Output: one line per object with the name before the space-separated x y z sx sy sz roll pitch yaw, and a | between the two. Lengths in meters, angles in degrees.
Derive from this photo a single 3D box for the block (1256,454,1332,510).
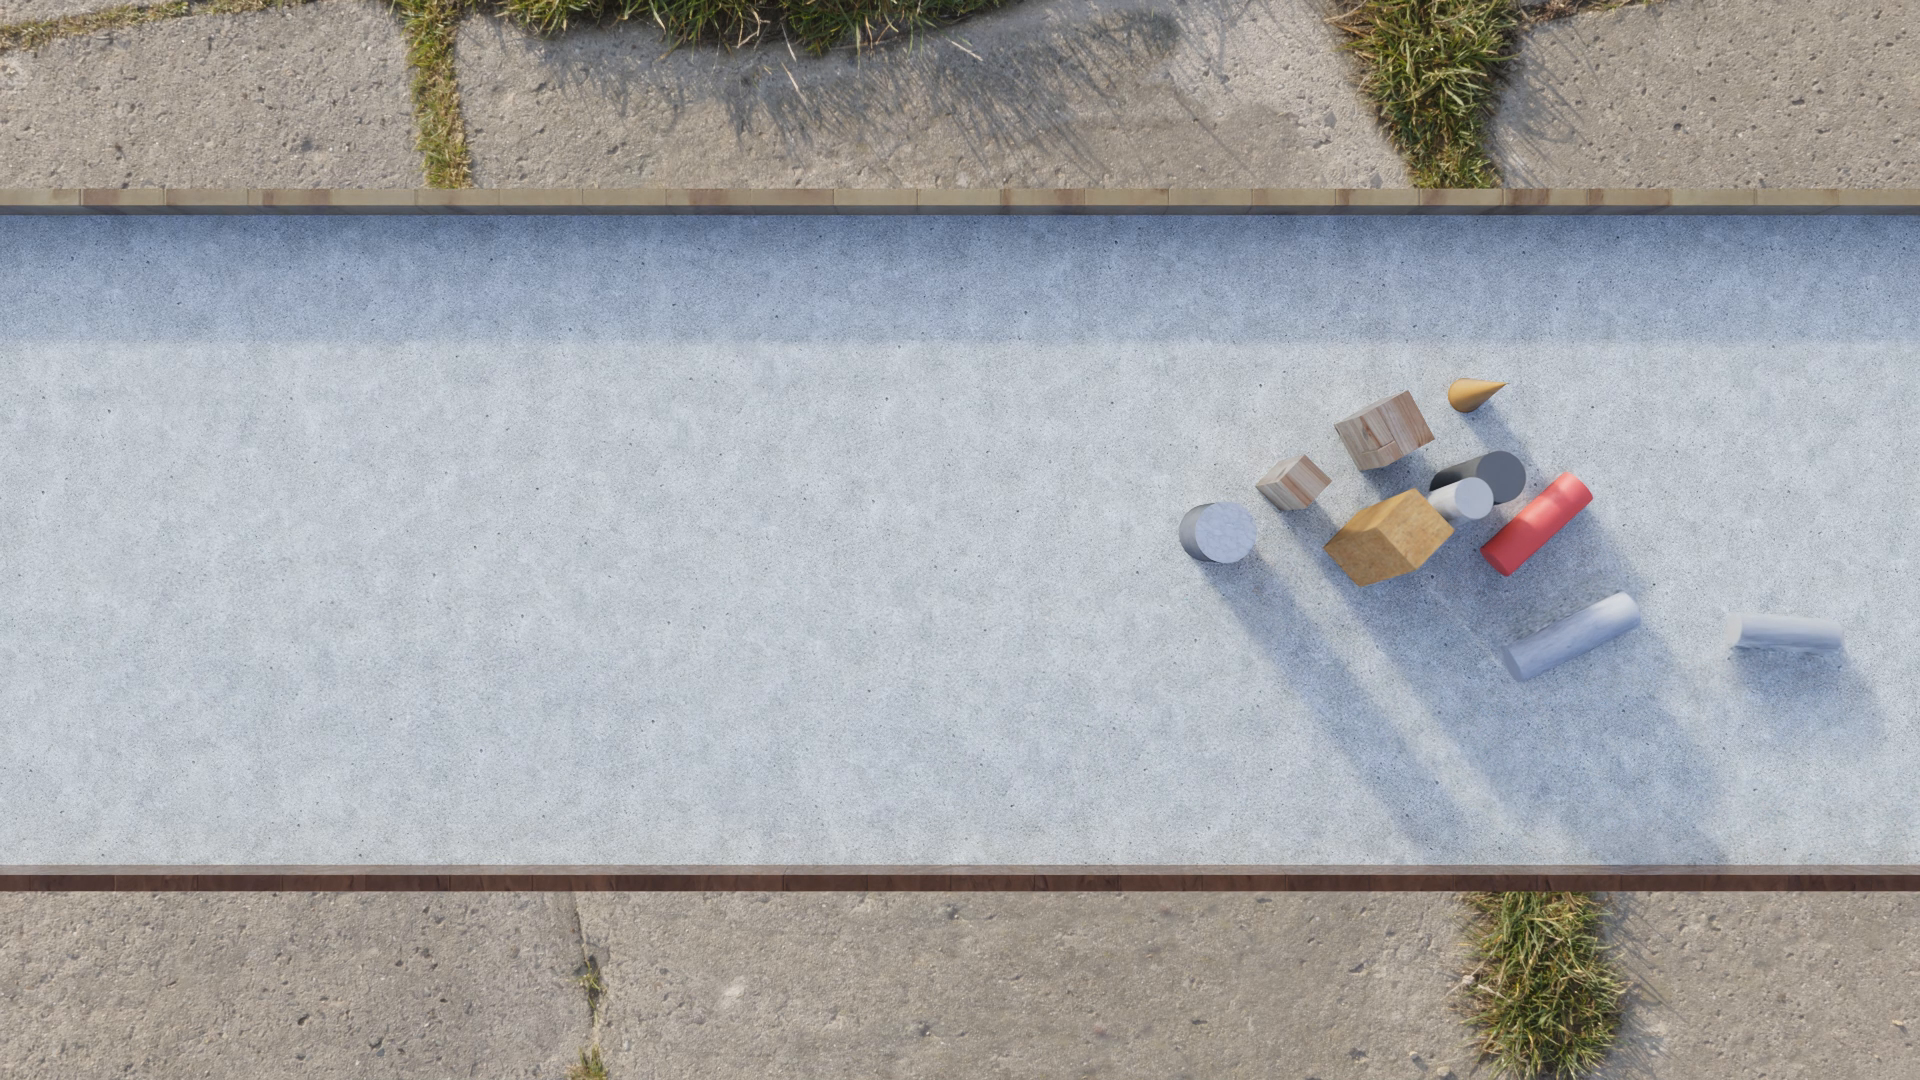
block | 0.984 -0.167 4.888 0.109 0.377 0.109 44 90 0

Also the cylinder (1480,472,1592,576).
cylinder | 1.753 -0.048 5.017 0.345 0.118 0.118 -42 90 0

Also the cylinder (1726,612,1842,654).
cylinder | 2.511 0.284 5.026 0.304 0.100 0.100 5 90 0

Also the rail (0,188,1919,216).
rail | -2.247 -1.025 5.002 12.000 0.150 0.050 0 90 0

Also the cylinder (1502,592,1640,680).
cylinder | 1.860 0.292 5.021 0.398 0.112 0.112 -26 90 0

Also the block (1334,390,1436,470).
block | 1.259 -0.323 4.913 0.162 0.327 0.162 -29 90 0

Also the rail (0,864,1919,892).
rail | -2.247 1.025 5.001 12.000 0.150 0.050 0 90 0

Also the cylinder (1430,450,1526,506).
cylinder | 1.532 -0.165 4.894 0.150 0.349 0.150 1 85 -5

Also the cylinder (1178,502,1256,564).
cylinder | 0.762 -0.022 4.899 0.177 0.354 0.177 0 90 0

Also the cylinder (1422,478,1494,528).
cylinder | 1.403 -0.086 4.853 0.120 0.431 0.120 2 81 -12

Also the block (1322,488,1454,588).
block | 1.256 -0.002 4.861 0.167 0.405 0.167 -43 90 -13

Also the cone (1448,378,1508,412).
cone | 1.556 -0.445 4.879 0.108 0.396 0.108 0 90 0
